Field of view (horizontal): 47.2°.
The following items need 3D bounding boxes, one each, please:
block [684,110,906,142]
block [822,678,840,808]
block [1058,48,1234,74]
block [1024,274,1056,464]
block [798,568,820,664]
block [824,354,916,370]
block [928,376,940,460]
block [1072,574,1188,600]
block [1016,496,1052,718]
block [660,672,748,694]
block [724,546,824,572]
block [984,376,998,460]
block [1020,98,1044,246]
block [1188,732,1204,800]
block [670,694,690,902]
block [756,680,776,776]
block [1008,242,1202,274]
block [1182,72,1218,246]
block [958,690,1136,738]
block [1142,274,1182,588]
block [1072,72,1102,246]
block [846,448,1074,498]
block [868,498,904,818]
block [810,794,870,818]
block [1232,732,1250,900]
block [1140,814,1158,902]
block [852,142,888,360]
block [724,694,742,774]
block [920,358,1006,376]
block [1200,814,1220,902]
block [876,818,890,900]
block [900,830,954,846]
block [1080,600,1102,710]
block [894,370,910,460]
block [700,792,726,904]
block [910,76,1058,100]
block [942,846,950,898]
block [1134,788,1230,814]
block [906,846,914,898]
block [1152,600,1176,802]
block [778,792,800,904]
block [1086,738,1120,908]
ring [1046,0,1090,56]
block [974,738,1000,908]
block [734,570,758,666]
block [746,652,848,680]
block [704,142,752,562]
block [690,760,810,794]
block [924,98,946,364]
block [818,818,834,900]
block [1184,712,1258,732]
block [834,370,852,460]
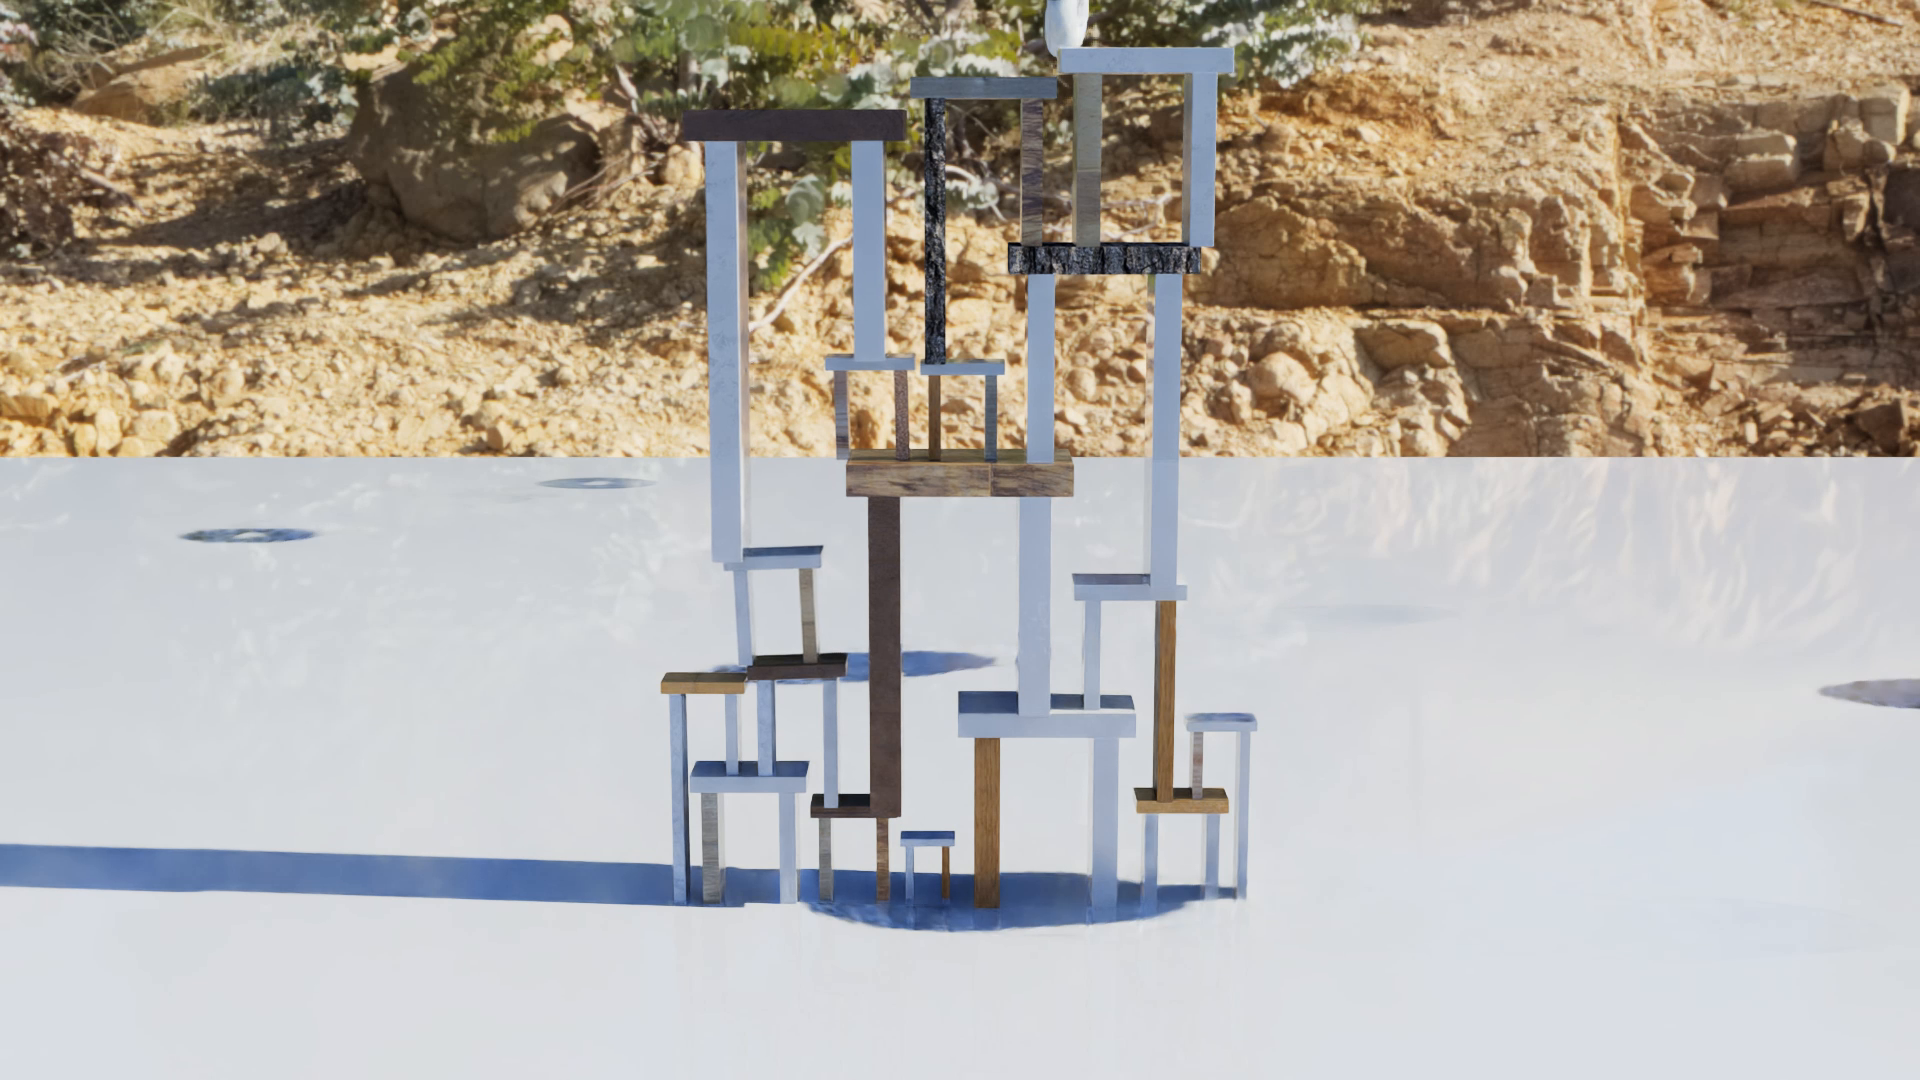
[{"bbox_3d":[-0.254,-0.648,3.439,0.337,0.048,0.168,0,11,0],"label":"block"},{"bbox_3d":[-0.211,0.325,3.617,0.023,0.215,0.080,0,11,0],"label":"block"},{"bbox_3d":[0.286,-0.744,3.418,0.264,0.037,0.132,0,11,0],"label":"block"},{"bbox_3d":[0.126,-0.279,3.505,0.042,0.296,0.148,0,11,0],"label":"block"},{"bbox_3d":[-0.245,0.116,3.585,0.022,0.158,0.079,-2,11,1],"label":"block"},{"bbox_3d":[-0.142,-0.284,3.507,0.142,0.020,0.071,0,11,0],"label":"block"},{"bbox_3d":[-0.040,-0.200,3.520,0.019,0.135,0.067,0,11,0],"label":"block"},{"bbox_3d":[0.274,0.076,3.570,0.182,0.026,0.091,0,11,0],"label":"block"},{"bbox_3d":[0.119,0.092,3.573,0.051,0.357,0.179,0,11,0],"label":"block"},{"bbox_3d":[-0.417,0.234,3.600,0.136,0.019,0.068,0,11,0],"label":"block"},{"bbox_3d":[-0.301,0.029,3.569,0.158,0.022,0.079,-2,11,1],"label":"block"},{"bbox_3d":[0.049,-0.200,3.520,0.019,0.135,0.067,0,11,0],"label":"block"},{"bbox_3d":[0.112,-0.577,3.450,0.032,0.226,0.113,0,11,0],"label":"block"},{"bbox_3d":[0.389,0.364,3.626,0.016,0.115,0.058,0,11,0],"label":"block"},{"bbox_3d":[-0.463,0.417,3.635,0.019,0.353,0.068,0,11,0],"label":"block"},{"bbox_3d":[-0.318,0.299,3.612,0.023,0.160,0.080,0,11,0],"label":"block"},{"bbox_3d":[0.225,-0.445,3.473,0.296,0.042,0.148,0,11,0],"label":"block"},{"bbox_3d":[0.374,-0.596,3.445,0.037,0.264,0.132,0,11,0],"label":"block"},{"bbox_3d":[0.141,0.286,3.616,0.288,0.041,0.144,0,11,0],"label":"block"},{"bbox_3d":[0.324,-0.181,3.523,0.042,0.496,0.148,0,11,0],"label":"block"},{"bbox_3d":[0.198,-0.596,3.445,0.037,0.264,0.132,0,11,0],"label":"block"},{"bbox_3d":[0.000,-0.109,3.536,0.357,0.051,0.179,0,11,0],"label":"block"},{"bbox_3d":[-0.119,0.174,3.588,0.051,0.524,0.179,0,11,0],"label":"block"},{"bbox_3d":[-0.175,0.440,3.642,0.142,0.020,0.071,0,11,0],"label":"block"},{"bbox_3d":[0.466,0.449,3.642,0.016,0.288,0.058,0,11,0],"label":"block"},{"bbox_3d":[0.315,0.516,3.655,0.021,0.151,0.076,0,11,0],"label":"block"},{"bbox_3d":[-0.141,-0.460,3.474,0.048,0.337,0.168,0,11,0],"label":"block"},{"bbox_3d":[-0.372,0.310,3.615,0.019,0.136,0.068,0,11,0],"label":"block"},{"bbox_3d":[0.004,-0.276,3.506,0.135,0.019,0.068,0,11,0],"label":"block"},{"bbox_3d":[0.415,0.516,3.655,0.021,0.151,0.076,0,11,0],"label":"block"},{"bbox_3d":[-0.127,0.520,3.657,0.020,0.142,0.071,0,11,0],"label":"block"},{"bbox_3d":[-0.054,0.495,3.650,0.090,0.013,0.045,0,11,0],"label":"block"},{"bbox_3d":[0.214,0.178,3.589,0.026,0.182,0.091,0,11,0],"label":"block"},{"bbox_3d":[-0.093,-0.204,3.522,0.020,0.142,0.071,-1,11,0],"label":"block"},{"bbox_3d":[-0.409,0.497,3.649,0.027,0.190,0.095,0,11,0],"label":"block"},{"bbox_3d":[0.037,-0.704,3.427,0.226,0.032,0.113,0,11,0],"label":"block"},{"bbox_3d":[-0.024,0.546,3.660,0.013,0.090,0.045,0,11,0],"label":"block"},{"bbox_3d":[0.365,0.431,3.639,0.151,0.021,0.076,0,11,0],"label":"block"},{"bbox_3d":[-0.084,0.546,3.660,0.013,0.090,0.045,0,11,0],"label":"block"},{"bbox_3d":[0.335,0.255,3.603,0.026,0.338,0.091,0,11,0],"label":"block"},{"bbox_3d":[-0.282,0.497,3.649,0.027,0.190,0.095,0,11,0],"label":"block"},{"bbox_3d":[0.236,0.448,3.646,0.041,0.288,0.144,0,11,0],"label":"block"},{"bbox_3d":[0.312,-1.533,6.393,0.090,0.269,0.269,9,12,12],"label":"ring"},{"bbox_3d":[0.044,0.448,3.646,0.041,0.288,0.144,0,11,0],"label":"block"},{"bbox_3d":[-0.350,0.120,3.586,0.022,0.158,0.079,-2,11,1],"label":"block"},{"bbox_3d":[-0.264,0.206,3.594,0.160,0.023,0.080,-2,11,1],"label":"block"},{"bbox_3d":[-0.368,-0.302,3.505,0.048,0.656,0.168,0,11,0],"label":"block"},{"bbox_3d":[-0.346,0.391,3.629,0.190,0.027,0.095,0,11,0],"label":"block"},{"bbox_3d":[-0.039,-0.487,3.468,0.032,0.410,0.113,0,11,0],"label":"block"},{"bbox_3d":[-0.222,0.520,3.657,0.020,0.142,0.071,0,11,0],"label":"block"},{"bbox_3d":[0.427,0.299,3.614,0.115,0.016,0.058,0,11,0],"label":"block"},{"bbox_3d":[-0.188,-0.204,3.522,0.020,0.142,0.071,-1,11,0],"label":"block"}]
